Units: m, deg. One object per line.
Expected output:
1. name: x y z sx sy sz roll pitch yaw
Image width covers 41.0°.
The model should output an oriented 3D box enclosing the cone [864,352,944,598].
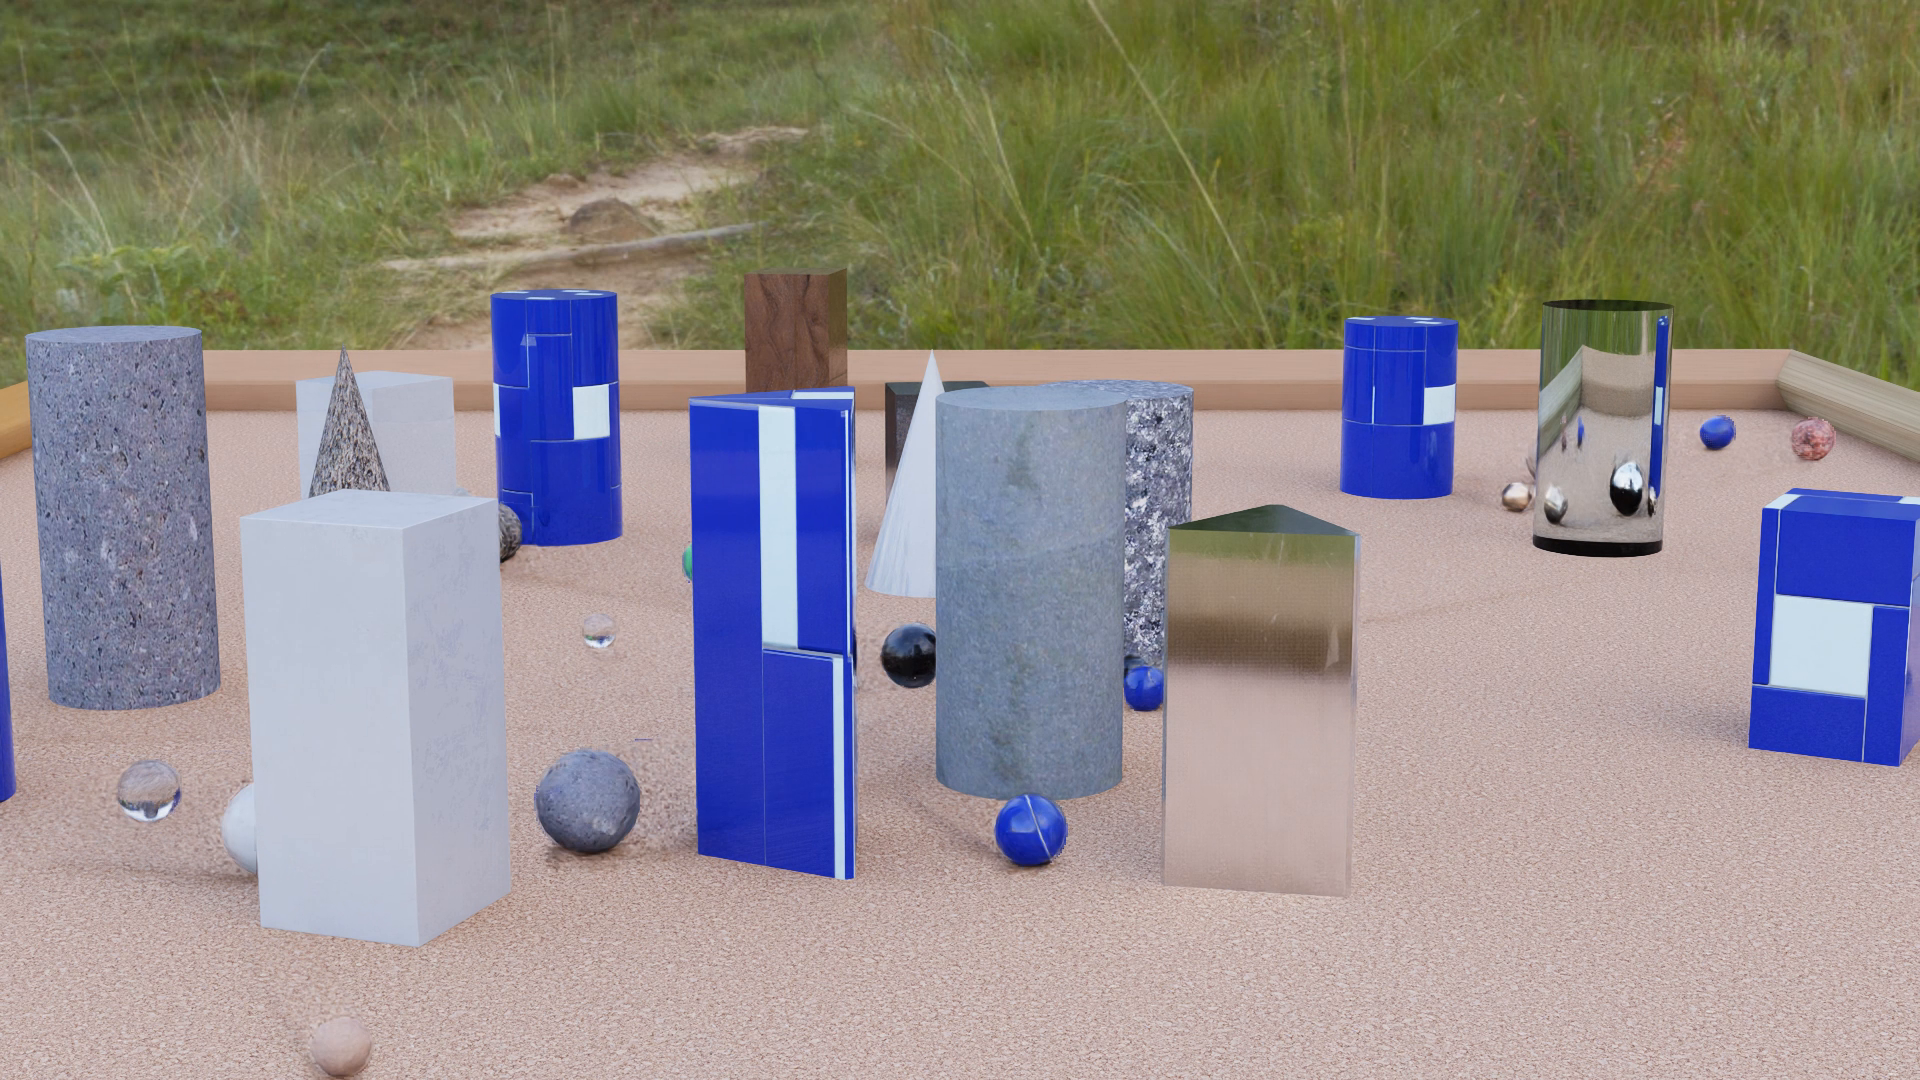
1. cone: -0.039 -0.103 3.609 0.193 0.335 0.193 0 11 0

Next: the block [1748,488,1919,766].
1. block: 0.955 0.090 2.771 0.155 0.262 0.155 6 12 29

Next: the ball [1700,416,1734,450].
1. ball: 1.446 -0.205 4.903 0.063 0.063 0.063 0 11 0

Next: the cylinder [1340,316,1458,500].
1. cylinder: 0.754 -0.230 4.410 0.193 0.293 0.193 0 11 0

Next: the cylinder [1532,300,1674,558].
1. cylinder: 0.975 -0.172 3.892 0.193 0.368 0.193 0 11 0

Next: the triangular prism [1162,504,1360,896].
1. triangular prism: 0.278 0.140 2.330 0.167 0.325 0.145 2 11 12

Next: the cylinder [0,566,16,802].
1. cylinder: -1.051 0.029 2.536 0.193 0.468 0.193 0 11 0

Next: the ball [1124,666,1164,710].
1. ball: 0.211 0.169 2.925 0.051 0.051 0.051 0 11 0

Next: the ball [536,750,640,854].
1. ball: -0.347 0.244 2.396 0.097 0.097 0.097 0 11 0

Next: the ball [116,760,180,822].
1. ball: -0.789 0.244 2.496 0.059 0.059 0.059 0 11 0

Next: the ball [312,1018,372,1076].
1. ball: -0.451 0.369 1.870 0.042 0.042 0.042 0 11 0

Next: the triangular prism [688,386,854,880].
1. triangular prism: -0.137 0.078 2.383 0.167 0.428 0.145 6 12 28

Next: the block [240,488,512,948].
1. block: -0.499 0.147 2.206 0.155 0.355 0.155 4 11 19

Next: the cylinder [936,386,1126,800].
1. cylinder: 0.072 0.050 2.625 0.193 0.394 0.193 0 11 0

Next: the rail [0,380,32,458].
1. rail: -1.760 0.034 3.439 0.045 0.126 4.095 0 11 0

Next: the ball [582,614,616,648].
1. ball: -0.455 0.115 3.238 0.043 0.043 0.043 0 11 0

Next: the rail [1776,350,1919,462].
1. rail: 1.760 0.030 3.459 0.045 0.126 4.095 0 11 0

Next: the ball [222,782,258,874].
1. ball: -0.624 0.261 2.327 0.088 0.088 0.088 0 11 0

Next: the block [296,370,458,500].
1. block: -0.835 -0.090 3.685 0.155 0.283 0.155 7 13 34

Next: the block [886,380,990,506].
1. block: -0.030 -0.119 3.971 0.155 0.235 0.155 -1 11 -8

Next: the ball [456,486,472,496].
1. ball: -0.795 -0.047 4.014 0.077 0.077 0.077 0 11 0

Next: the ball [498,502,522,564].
1. ball: -0.690 -0.010 3.772 0.094 0.094 0.094 0 11 0

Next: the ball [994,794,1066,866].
1. ball: 0.064 0.266 2.360 0.065 0.065 0.065 0 11 0

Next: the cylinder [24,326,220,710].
1. cylinder: -0.971 -0.030 2.983 0.193 0.420 0.193 0 11 0

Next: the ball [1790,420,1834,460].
1. ball: 1.582 -0.186 4.761 0.077 0.077 0.077 0 11 0

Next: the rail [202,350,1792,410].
1. rail: -0.012 -0.337 5.439 3.567 0.126 0.045 0 11 0

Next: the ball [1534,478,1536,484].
1. ball: 0.998 -0.097 4.254 0.087 0.087 0.087 0 11 0

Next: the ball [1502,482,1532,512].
1. ball: 0.915 -0.070 4.219 0.048 0.048 0.048 0 11 0

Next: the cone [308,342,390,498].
1. cone: -0.808 -0.080 3.395 0.193 0.368 0.193 0 11 0

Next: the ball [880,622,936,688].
1. ball: -0.055 0.136 3.028 0.077 0.077 0.077 0 11 0

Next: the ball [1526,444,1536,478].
1. ball: 1.033 -0.137 4.496 0.079 0.079 0.079 0 11 0

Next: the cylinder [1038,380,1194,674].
1. cylinder: 0.182 -0.012 3.097 0.193 0.343 0.193 0 11 0

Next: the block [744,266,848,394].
1. block: -0.298 -0.315 4.699 0.155 0.355 0.155 2 11 10

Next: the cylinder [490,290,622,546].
1. cylinder: -0.625 -0.193 3.984 0.193 0.376 0.193 0 11 0

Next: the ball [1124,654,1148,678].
1. ball: 0.197 0.157 2.991 0.049 0.049 0.049 0 11 0

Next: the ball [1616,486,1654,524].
1. ball: 1.083 -0.056 4.114 0.058 0.058 0.058 0 11 0

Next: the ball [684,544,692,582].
1. ball: -0.347 0.032 3.586 0.079 0.079 0.079 0 11 0
